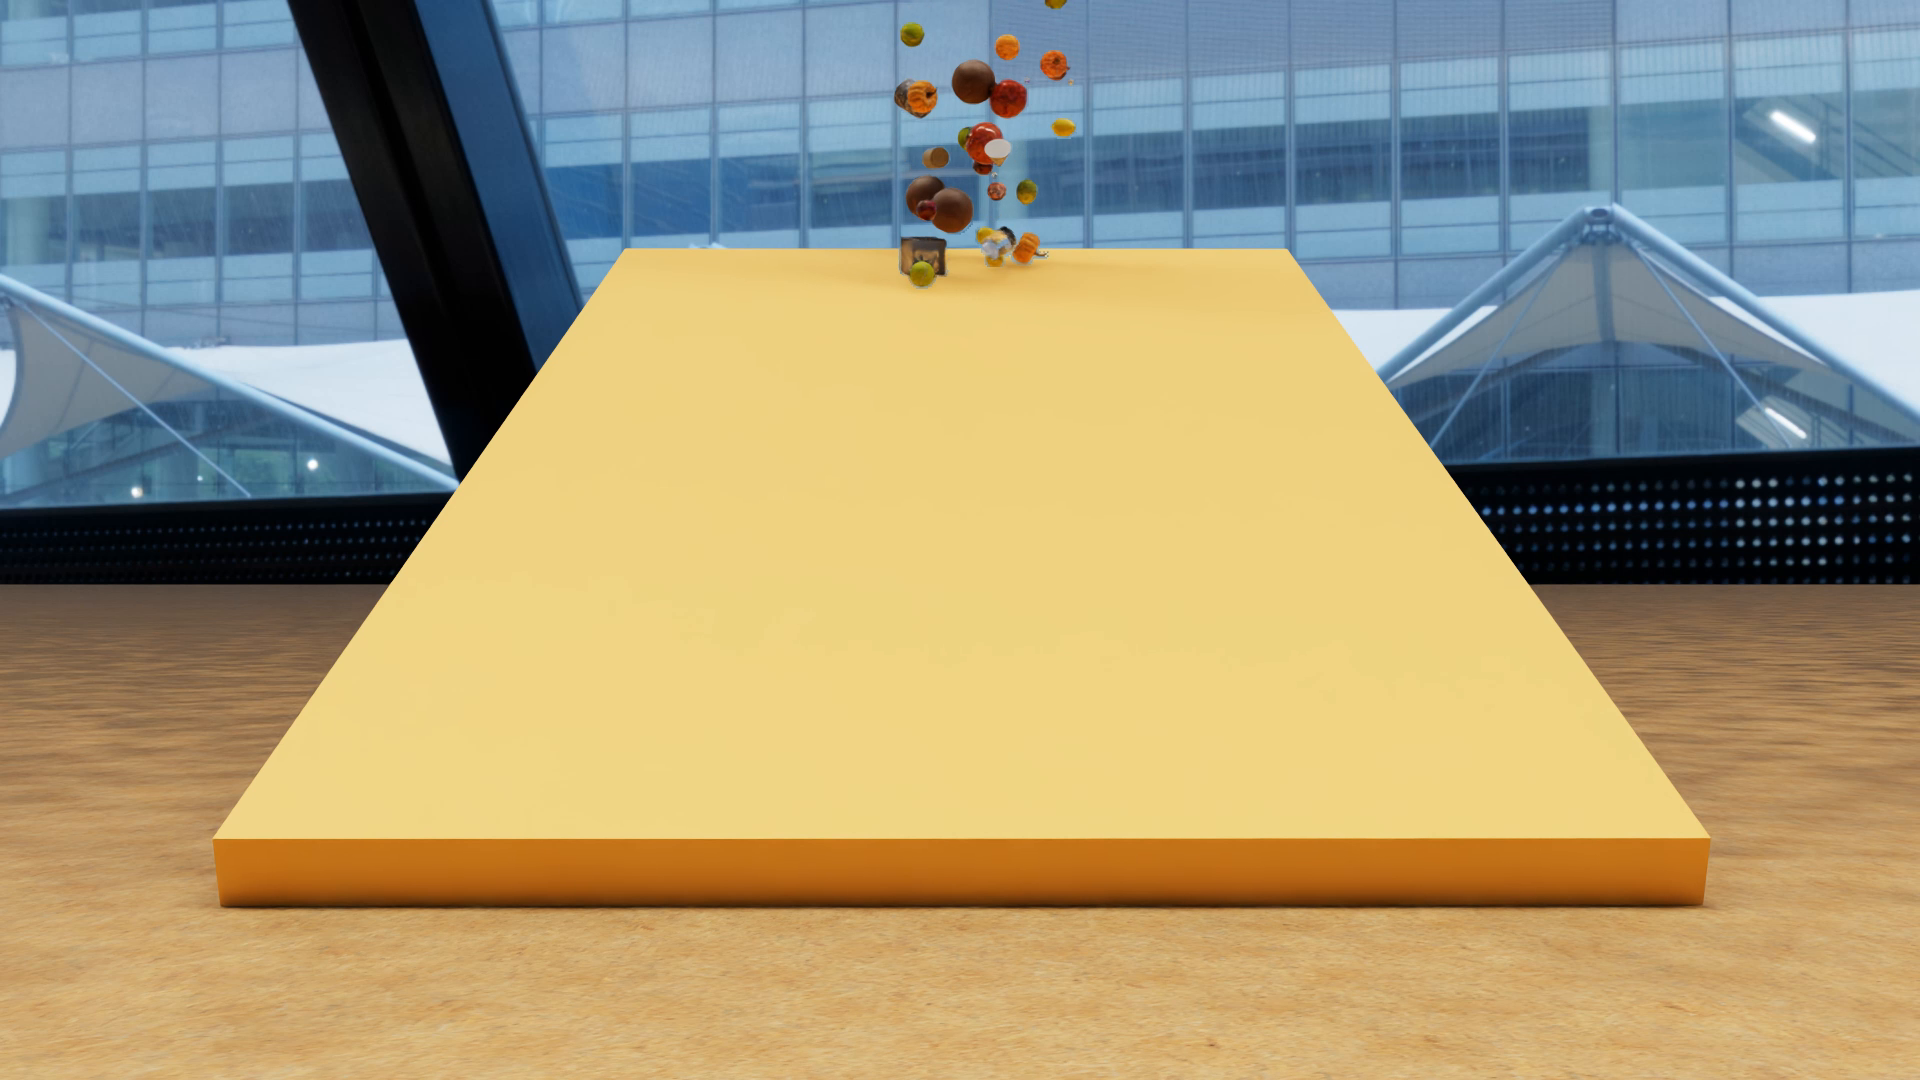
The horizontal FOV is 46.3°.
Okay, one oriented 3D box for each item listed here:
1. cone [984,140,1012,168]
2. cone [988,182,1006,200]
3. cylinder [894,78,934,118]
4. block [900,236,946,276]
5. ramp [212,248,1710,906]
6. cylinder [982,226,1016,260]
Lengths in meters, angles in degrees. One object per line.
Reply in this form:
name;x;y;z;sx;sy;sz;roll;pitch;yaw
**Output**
cone;0.107;-1.053;6.197;0.074;0.074;0.074;0;-35;5
cone;0.108;-0.972;6.317;0.054;0.054;0.054;0;27;-9
cylinder;-0.131;-1.272;6.476;0.084;0.084;0.084;38;19;29
block;-0.104;-0.799;6.329;0.099;0.099;0.099;-3;14;-19
ramp;-0.004;-0.194;4.909;2.000;0.100;4.000;0;19;0
cylinder;0.111;-0.837;6.335;0.070;0.070;0.070;-35;16;-26
